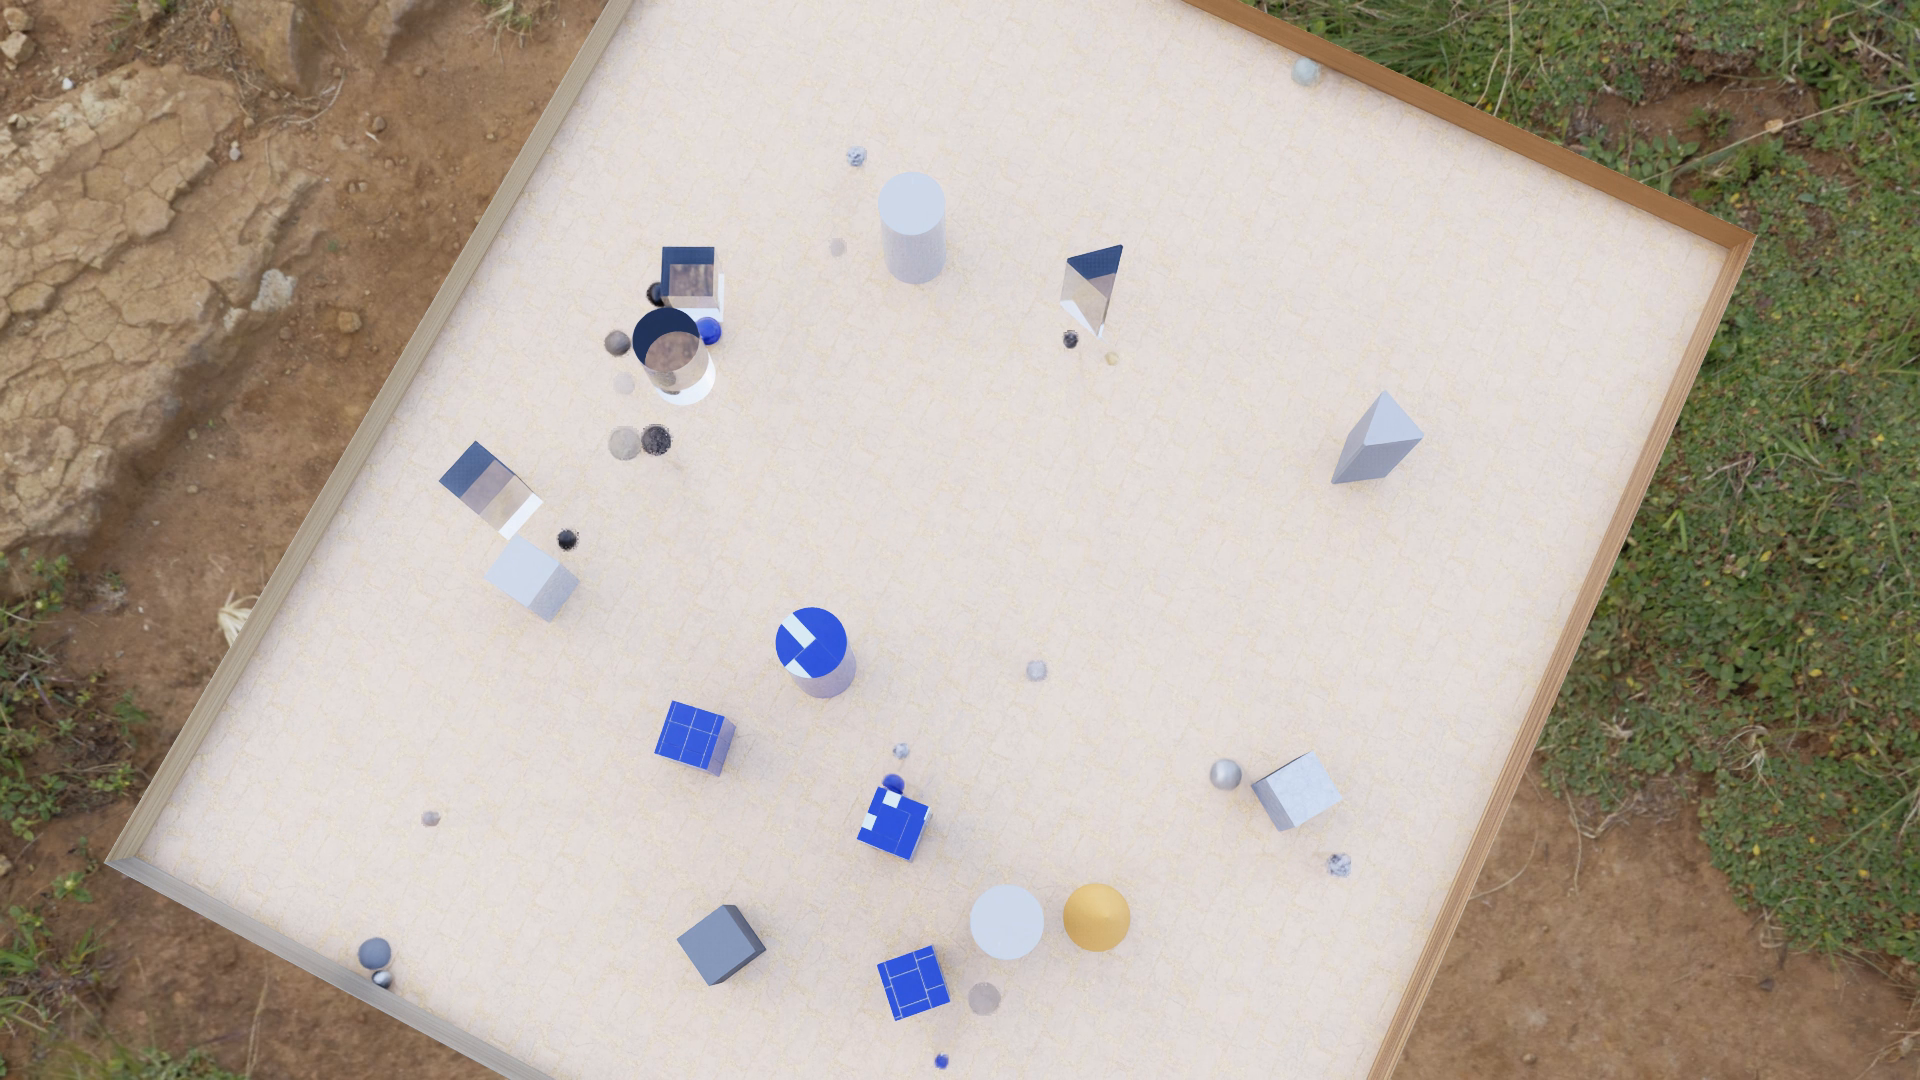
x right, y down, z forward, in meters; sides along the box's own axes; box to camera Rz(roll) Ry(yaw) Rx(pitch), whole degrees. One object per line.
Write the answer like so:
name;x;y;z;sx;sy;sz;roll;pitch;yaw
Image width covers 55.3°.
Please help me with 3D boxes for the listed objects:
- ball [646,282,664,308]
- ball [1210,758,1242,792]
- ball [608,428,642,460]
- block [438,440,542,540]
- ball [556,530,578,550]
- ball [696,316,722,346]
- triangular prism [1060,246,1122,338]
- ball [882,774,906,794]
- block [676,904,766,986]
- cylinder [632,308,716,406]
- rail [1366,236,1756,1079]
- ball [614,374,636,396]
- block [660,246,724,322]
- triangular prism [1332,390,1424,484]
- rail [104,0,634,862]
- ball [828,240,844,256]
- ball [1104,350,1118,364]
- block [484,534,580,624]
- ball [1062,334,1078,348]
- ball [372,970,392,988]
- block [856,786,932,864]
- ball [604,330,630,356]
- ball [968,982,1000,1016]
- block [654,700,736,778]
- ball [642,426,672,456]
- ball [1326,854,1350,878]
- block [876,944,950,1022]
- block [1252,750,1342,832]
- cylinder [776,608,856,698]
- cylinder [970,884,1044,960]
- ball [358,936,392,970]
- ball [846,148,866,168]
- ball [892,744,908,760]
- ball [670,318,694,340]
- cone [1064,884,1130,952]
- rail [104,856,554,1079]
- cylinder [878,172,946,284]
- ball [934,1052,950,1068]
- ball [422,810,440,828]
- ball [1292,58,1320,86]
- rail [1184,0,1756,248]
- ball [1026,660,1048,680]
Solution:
ball;-0.943;-0.768;5.736;0.078;0.078;0.078;0;78;0
ball;0.786;0.696;5.424;0.096;0.096;0.096;0;78;0
ball;-1.029;-0.293;5.627;0.099;0.099;0.099;0;78;0
block;-1.394;-0.144;5.464;0.159;0.357;0.159;39;81;7
ball;-1.197;-0.001;5.585;0.063;0.063;0.063;0;78;0
ball;-0.787;-0.650;5.705;0.090;0.090;0.090;0;78;0
triangular prism;0.427;-0.780;5.584;0.172;0.381;0.149;44;82;8
ball;-0.196;0.727;5.432;0.066;0.066;0.066;0;78;0
block;-0.677;1.154;5.226;0.159;0.298;0.159;-36;81;-7
cylinder;-0.863;-0.552;5.550;0.198;0.354;0.198;0;78;0
rail;1.574;0.778;5.389;0.045;0.129;3.926;26;80;5
ball;-1.039;-0.481;5.684;0.062;0.062;0.062;0;78;0
block;-0.824;-0.788;5.657;0.159;0.240;0.159;0;78;0
triangular prism;1.220;-0.306;5.438;0.172;0.473;0.149;-8;78;-2
rail;-1.574;-0.764;5.708;0.045;0.129;3.926;26;80;5
ball;-0.390;-0.920;5.781;0.052;0.052;0.052;0;78;0
ball;0.471;-0.569;5.713;0.041;0.041;0.041;0;78;0
block;-1.268;0.117;5.444;0.159;0.291;0.159;33;80;6
ball;0.345;-0.622;5.722;0.047;0.047;0.047;0;78;0
ball;-1.680;1.278;5.323;0.057;0.057;0.057;0;78;0
block;-0.186;0.825;5.287;0.159;0.311;0.159;21;79;4
ball;-1.065;-0.611;5.702;0.080;0.080;0.080;0;78;0
ball;0.069;1.325;5.294;0.094;0.094;0.094;0;78;0
block;-0.770;0.583;5.354;0.159;0.278;0.159;17;79;3
ball;-0.933;-0.304;5.634;0.090;0.090;0.090;0;78;0
ball;1.109;0.956;5.383;0.070;0.070;0.070;0;78;0
block;-0.127;1.245;5.171;0.159;0.368;0.159;-19;79;-4
block;0.974;0.732;5.321;0.159;0.283;0.159;-30;80;-6
cylinder;-0.412;0.332;5.302;0.198;0.482;0.198;0;78;0
cylinder;0.126;1.073;5.150;0.198;0.478;0.198;0;78;0
ball;-1.701;1.200;5.320;0.093;0.093;0.093;0;78;0
ball;-0.331;-1.219;5.838;0.060;0.060;0.060;0;78;0
ball;-0.178;0.632;5.462;0.046;0.046;0.046;0;78;0
ball;-0.867;-0.658;5.716;0.073;0.073;0.073;0;78;0
cone;0.402;1.068;5.190;0.198;0.402;0.198;0;78;0
rail;-0.867;1.705;5.197;3.567;0.129;0.045;26;80;5
cylinder;-0.142;-0.947;5.595;0.198;0.426;0.198;0;78;0
ball;-0.051;1.500;5.285;0.042;0.042;0.042;0;78;0
ball;-1.563;0.825;5.421;0.049;0.049;0.049;0;78;0
ball;1.111;-1.500;5.883;0.087;0.087;0.087;0;78;0
rail;0.867;-1.692;5.900;3.567;0.129;0.045;26;80;5
ball;0.231;0.391;5.504;0.062;0.062;0.062;0;78;0
